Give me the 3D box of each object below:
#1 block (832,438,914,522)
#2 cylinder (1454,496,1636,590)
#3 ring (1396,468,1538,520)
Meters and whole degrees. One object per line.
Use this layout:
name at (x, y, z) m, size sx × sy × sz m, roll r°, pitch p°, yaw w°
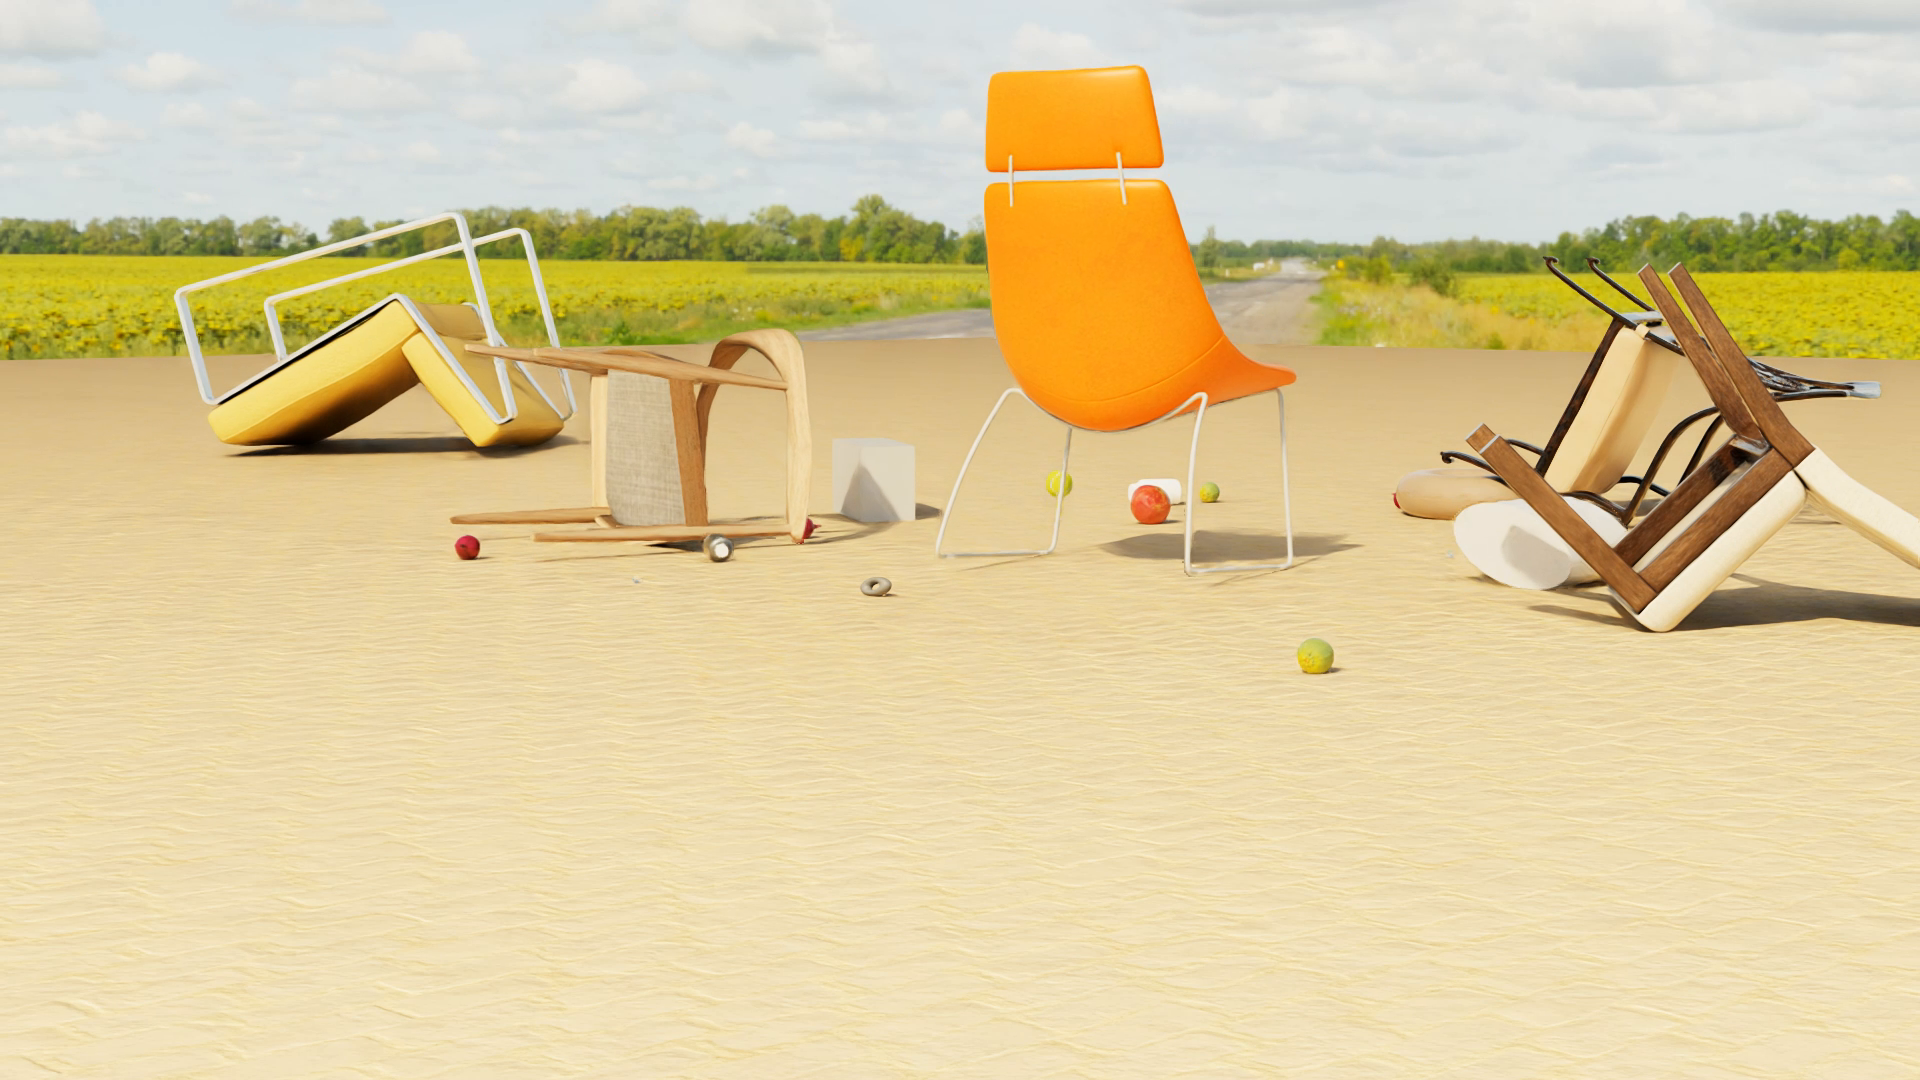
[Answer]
block at (-0.240, -0.168, 7.059) m, size 0.150 × 0.202 × 0.357 m, roll -2°, pitch 6°, yaw -15°
cylinder at (1.255, 0.003, 5.504) m, size 0.265 × 0.163 × 0.295 m, roll -6°, pitch 25°, yaw -46°
ring at (1.387, -0.124, 7.029) m, size 0.337 × 0.124 × 0.427 m, roll -5°, pitch 7°, yaw -33°
